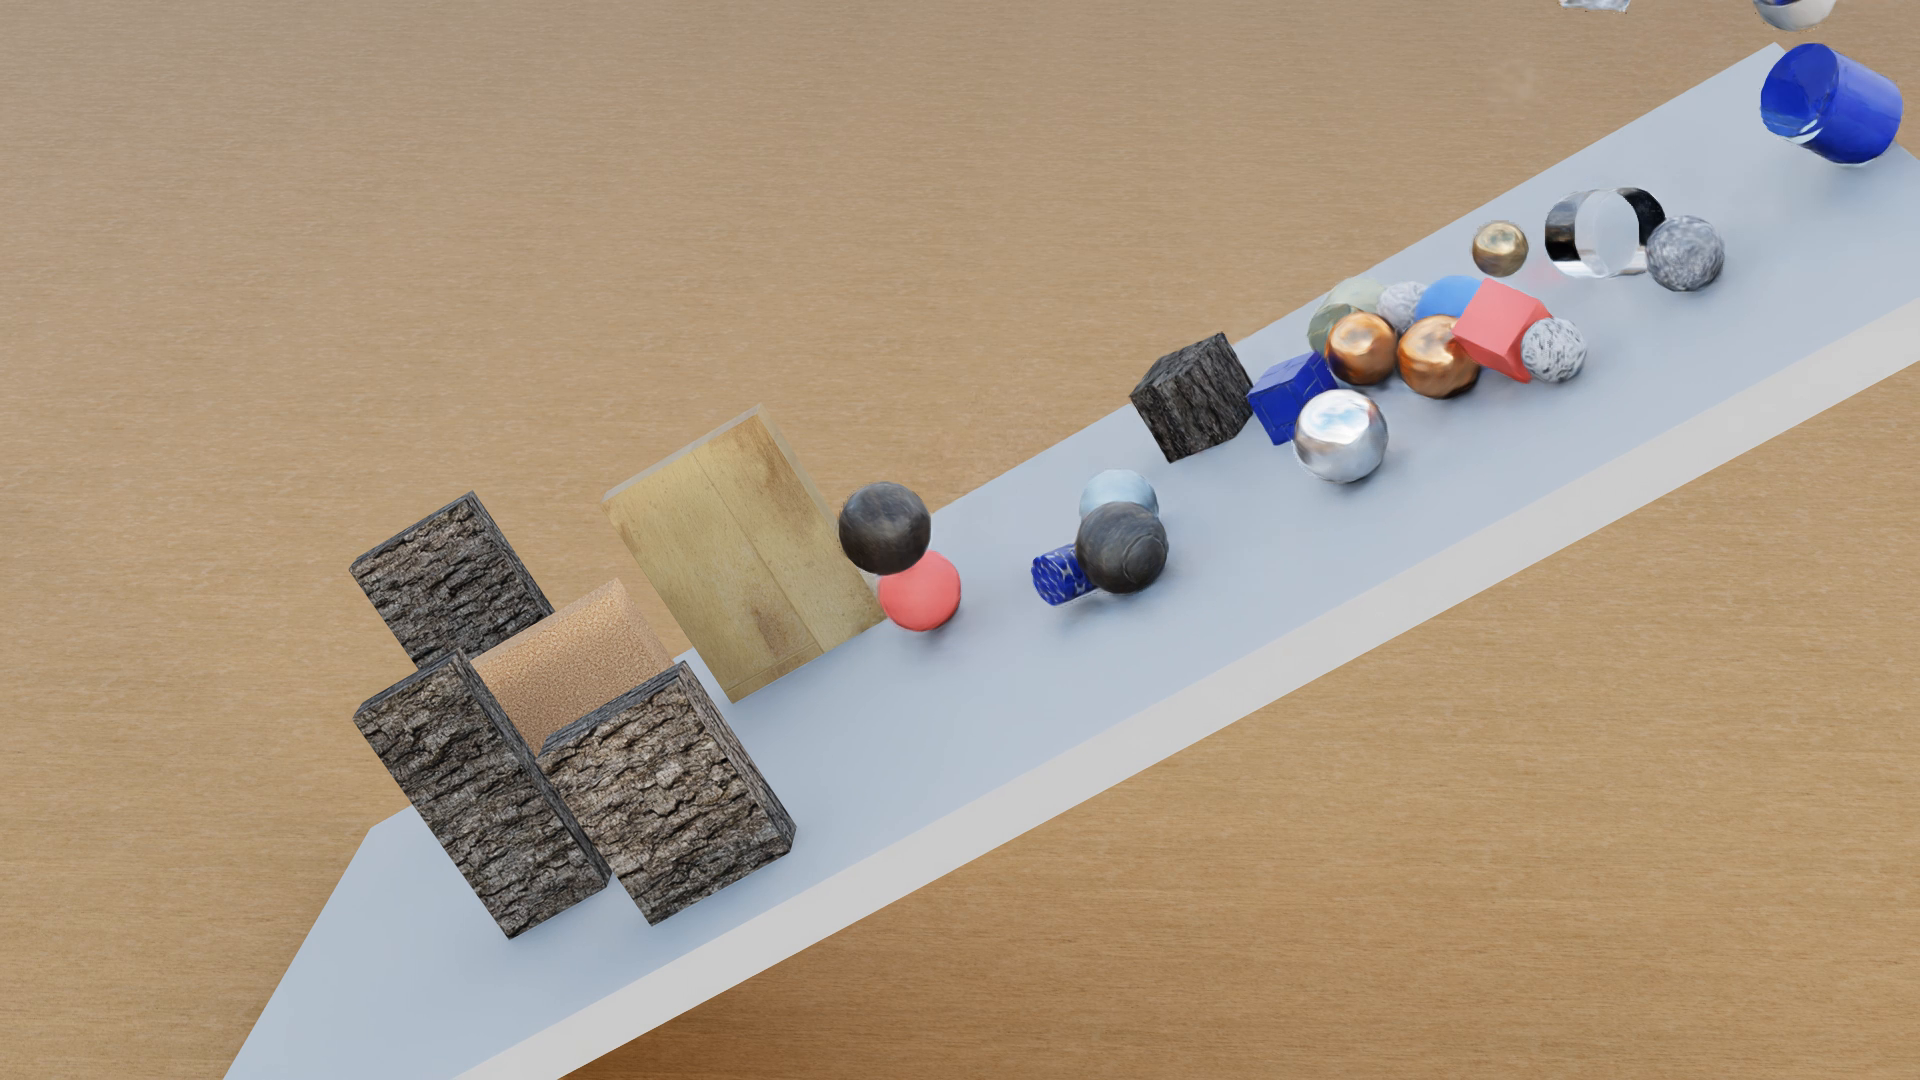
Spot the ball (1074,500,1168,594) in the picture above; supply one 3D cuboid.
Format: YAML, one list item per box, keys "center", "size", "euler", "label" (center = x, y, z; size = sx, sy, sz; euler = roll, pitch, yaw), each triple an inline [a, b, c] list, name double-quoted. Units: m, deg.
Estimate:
- center: [0.321, 0.014, 5.851]
  size: [0.186, 0.186, 0.186]
  euler: [0, 19, 0]
  label: "ball"

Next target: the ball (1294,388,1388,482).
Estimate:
- center: [0.738, -0.202, 5.701]
  size: [0.183, 0.183, 0.183]
  euler: [0, 19, 0]
  label: "ball"

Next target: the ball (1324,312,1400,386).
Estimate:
- center: [0.845, -0.401, 6.178]
  size: [0.156, 0.156, 0.156]
  euler: [0, 19, 0]
  label: "ball"

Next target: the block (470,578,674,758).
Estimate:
- center: [-0.833, 0.382, 6.531]
  size: [0.443, 0.438, 0.101]
  euler: [-29, 15, 13]
  label: "block"

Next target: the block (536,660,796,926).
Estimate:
- center: [-0.565, 0.491, 5.691]
  size: [0.321, 0.406, 0.119]
  euler: [-29, 15, 13]
  label: "block"

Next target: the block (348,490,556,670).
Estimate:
- center: [-1.142, 0.250, 7.132]
  size: [0.343, 0.673, 0.086]
  euler: [-29, 15, 13]
  label: "block"

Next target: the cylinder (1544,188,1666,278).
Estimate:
- center: [1.297, -0.616, 5.908]
  size: [0.176, 0.176, 0.176]
  euler: [-7, 6, -20]
  label: "cylinder"

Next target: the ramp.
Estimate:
- center: [0.142, 0.168, 6.288]
  size: [4.000, 0.100, 2.000]
  euler: [-29, 15, 13]
  label: "ramp"

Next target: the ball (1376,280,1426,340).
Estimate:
- center: [0.950, -0.487, 6.245]
  size: [0.129, 0.129, 0.129]
  euler: [0, 19, 0]
  label: "ball"

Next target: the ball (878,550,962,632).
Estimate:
- center: [-0.086, 0.108, 6.395]
  size: [0.181, 0.181, 0.181]
  euler: [0, 19, 0]
  label: "ball"

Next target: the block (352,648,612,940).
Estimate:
- center: [-0.985, 0.528, 6.094]
  size: [0.246, 0.578, 0.090]
  euler: [-29, 15, 13]
  label: "block"

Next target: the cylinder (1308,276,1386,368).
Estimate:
- center: [0.850, -0.467, 6.363]
  size: [0.158, 0.158, 0.158]
  euler: [8, 29, 21]
  label: "cylinder"

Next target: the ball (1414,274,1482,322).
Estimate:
- center: [1.007, -0.449, 5.949]
  size: [0.173, 0.173, 0.173]
  euler: [0, 19, 0]
  label: "ball"

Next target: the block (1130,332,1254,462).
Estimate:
- center: [0.523, -0.315, 6.513]
  size: [0.181, 0.181, 0.181]
  euler: [-21, 18, 36]
  label: "block"

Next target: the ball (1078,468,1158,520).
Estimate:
- center: [0.331, -0.066, 6.131]
  size: [0.165, 0.165, 0.165]
  euler: [0, 19, 0]
  label: "ball"

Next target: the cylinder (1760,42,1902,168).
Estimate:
- center: [1.676, -0.836, 5.660]
  size: [0.188, 0.188, 0.188]
  euler: [17, 8, -32]
  label: "cylinder"

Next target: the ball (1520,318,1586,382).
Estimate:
- center: [1.119, -0.359, 5.544]
  size: [0.123, 0.123, 0.123]
  euler: [0, 19, 0]
  label: "ball"

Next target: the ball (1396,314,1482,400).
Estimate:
- center: [0.948, -0.362, 5.814]
  size: [0.169, 0.169, 0.169]
  euler: [0, 19, 0]
  label: "ball"

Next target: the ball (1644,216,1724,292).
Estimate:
- center: [1.372, -0.542, 5.571]
  size: [0.146, 0.146, 0.146]
  euler: [0, 19, 0]
  label: "ball"

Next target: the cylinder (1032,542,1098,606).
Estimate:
- center: [0.220, 0.066, 5.955]
  size: [0.107, 0.107, 0.107]
  euler: [-22, 28, -30]
  label: "cylinder"

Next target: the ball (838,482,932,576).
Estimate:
- center: [-0.159, -0.024, 6.242]
  size: [0.199, 0.199, 0.199]
  euler: [0, 19, 0]
  label: "ball"

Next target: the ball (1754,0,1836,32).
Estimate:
- center: [1.673, -1.104, 5.893]
  size: [0.168, 0.168, 0.168]
  euler: [0, 19, 0]
  label: "ball"

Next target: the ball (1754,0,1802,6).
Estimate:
- center: [1.536, -1.091, 5.513]
  size: [0.182, 0.182, 0.182]
  euler: [0, 19, 0]
  label: "ball"

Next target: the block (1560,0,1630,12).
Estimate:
- center: [1.214, -1.119, 5.620]
  size: [0.146, 0.146, 0.146]
  euler: [-1, 49, -26]
  label: "block"

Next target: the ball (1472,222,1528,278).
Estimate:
- center: [1.103, -0.593, 6.006]
  size: [0.114, 0.114, 0.114]
  euler: [0, 19, 0]
  label: "ball"

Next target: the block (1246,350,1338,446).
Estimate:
- center: [0.706, -0.299, 6.188]
  size: [0.128, 0.128, 0.128]
  euler: [-19, 20, 41]
  label: "block"

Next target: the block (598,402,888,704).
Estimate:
- center: [-0.486, 0.034, 6.705]
  size: [0.425, 0.560, 0.091]
  euler: [-29, 15, 13]
  label: "block"

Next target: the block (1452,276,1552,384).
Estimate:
- center: [1.049, -0.402, 5.646]
  size: [0.128, 0.128, 0.128]
  euler: [31, -4, 38]
  label: "block"
